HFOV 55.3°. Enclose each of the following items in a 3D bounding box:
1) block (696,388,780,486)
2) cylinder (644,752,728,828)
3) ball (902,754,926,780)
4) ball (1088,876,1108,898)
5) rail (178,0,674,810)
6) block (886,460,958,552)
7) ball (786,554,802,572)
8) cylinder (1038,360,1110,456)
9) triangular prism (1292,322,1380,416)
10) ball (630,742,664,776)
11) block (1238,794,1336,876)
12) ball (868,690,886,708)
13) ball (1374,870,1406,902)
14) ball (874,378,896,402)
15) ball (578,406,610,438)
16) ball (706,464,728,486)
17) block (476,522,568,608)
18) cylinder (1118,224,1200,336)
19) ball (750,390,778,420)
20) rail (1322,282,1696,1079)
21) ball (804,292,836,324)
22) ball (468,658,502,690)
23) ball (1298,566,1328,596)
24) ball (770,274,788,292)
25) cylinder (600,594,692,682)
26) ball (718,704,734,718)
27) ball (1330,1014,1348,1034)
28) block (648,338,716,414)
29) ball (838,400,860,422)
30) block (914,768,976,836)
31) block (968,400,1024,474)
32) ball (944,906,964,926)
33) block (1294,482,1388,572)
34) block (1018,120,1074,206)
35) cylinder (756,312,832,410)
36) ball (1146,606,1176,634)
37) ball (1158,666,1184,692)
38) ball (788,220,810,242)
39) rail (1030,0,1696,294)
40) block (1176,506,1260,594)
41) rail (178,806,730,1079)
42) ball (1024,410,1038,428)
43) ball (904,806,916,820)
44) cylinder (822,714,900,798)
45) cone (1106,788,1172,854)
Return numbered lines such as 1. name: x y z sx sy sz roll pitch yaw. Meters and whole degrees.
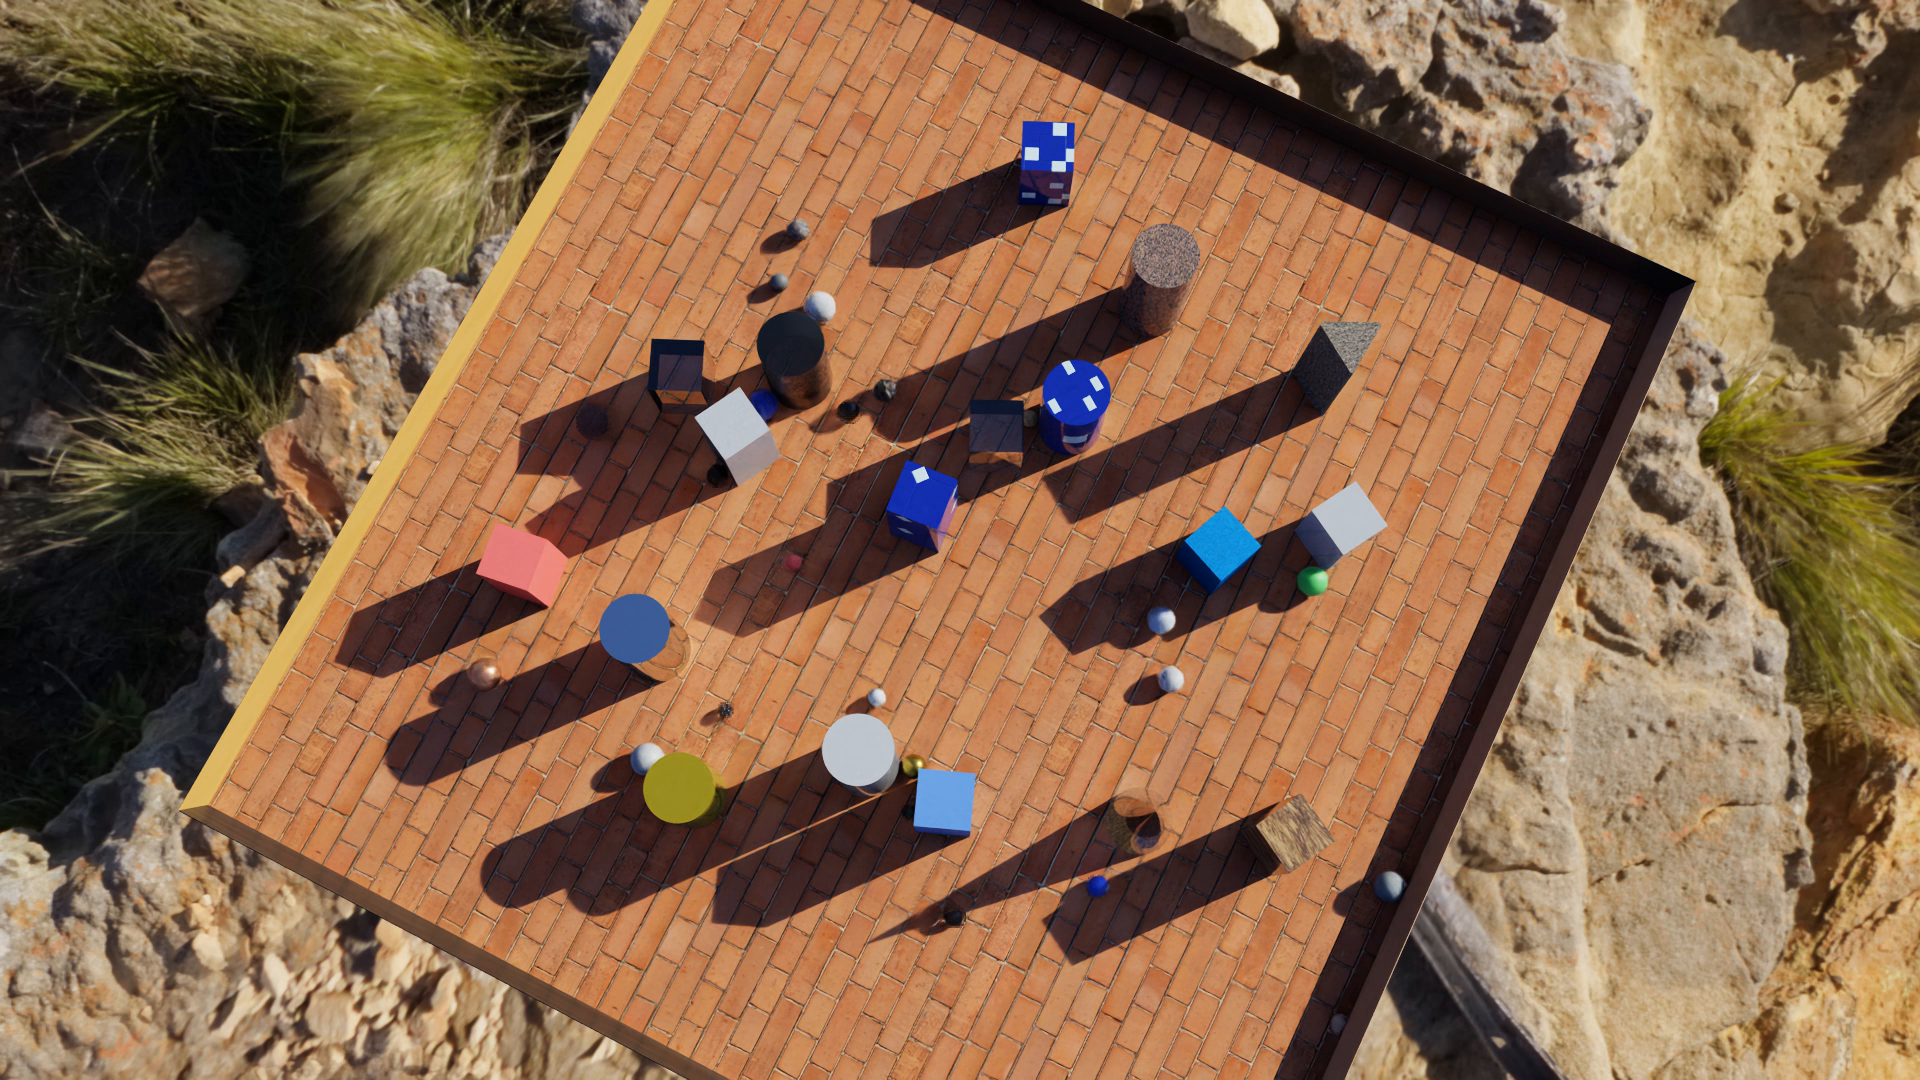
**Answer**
1. block: -0.665 -0.307 5.512 0.159 0.329 0.159 -35 80 -7
2. cylinder: -0.792 0.729 5.309 0.199 0.307 0.199 0 78 0
3. ball: -0.137 0.672 5.439 0.076 0.076 0.076 0 78 0
4. ball: 0.406 1.016 5.375 0.062 0.062 0.062 0 78 0
5. rail: -1.473 -0.714 5.697 0.045 0.129 3.480 26 80 5
6. block: -0.110 -0.096 5.459 0.159 0.348 0.159 21 79 4
7. ball: -0.505 0.070 5.576 0.050 0.050 0.050 0 78 0
8. cylinder: 0.341 -0.395 5.519 0.199 0.352 0.199 0 78 0
9. triangular prism: 1.103 -0.542 5.495 0.149 0.458 0.172 30 80 6
10. ball: -0.925 0.651 5.431 0.099 0.099 0.099 0 78 0
11. block: 0.934 0.850 5.266 0.159 0.343 0.159 -34 80 -7
12. ball: -0.248 0.474 5.491 0.054 0.054 0.054 0 78 0
13. ball: 1.258 1.013 5.361 0.090 0.090 0.090 0 78 0
14. ball: -0.231 -0.464 5.677 0.070 0.070 0.070 0 78 0
15. ball: -1.127 -0.364 5.643 0.096 0.096 0.096 0 78 0
16. ball: -0.744 -0.199 5.624 0.066 0.066 0.066 0 78 0
17. block: -1.299 0.077 5.453 0.159 0.289 0.159 18 79 4
18. cylinder: 0.598 -0.780 5.546 0.199 0.455 0.199 0 78 0
19. ball: -0.606 -0.416 5.655 0.094 0.094 0.094 0 78 0
20. rail: 1.473 0.728 5.399 0.045 0.129 3.480 26 80 5
21. ball: -0.436 -0.724 5.716 0.099 0.099 0.099 0 78 0
22. ball: -1.422 0.401 5.483 0.100 0.100 0.100 0 78 0
23. ball: 1.068 0.125 5.544 0.091 0.091 0.091 0 78 0
24. ball: -0.568 -0.807 5.754 0.058 0.058 0.058 0 78 0
25. cylinder: -0.913 0.290 5.345 0.199 0.414 0.199 0 78 0
26. ball: -0.701 0.513 5.487 0.045 0.045 0.045 0 78 0
27. ball: 1.100 1.398 5.299 0.054 0.054 0.054 0 78 0
28. block: -0.846 -0.495 5.587 0.159 0.259 0.159 2 78 0
29. ball: -0.344 -0.399 5.664 0.068 0.068 0.068 0 78 0
30. block: -0.043 0.759 5.280 0.159 0.352 0.159 5 78 1
31. block: 0.109 -0.312 5.549 0.159 0.259 0.159 1 78 0
32. ball: -0.019 1.102 5.360 0.056 0.056 0.056 0 78 0
33. block: 1.135 -0.035 5.478 0.159 0.286 0.159 -33 80 -6
34. block: 0.268 -1.172 5.718 0.159 0.277 0.159 2 78 0
35. cylinder: -0.497 -0.538 5.546 0.199 0.357 0.199 0 78 0
36. ball: 0.606 0.240 5.523 0.085 0.085 0.085 0 78 0
37. ball: 0.631 0.417 5.491 0.077 0.077 0.077 0 78 0
38. ball: -0.508 -0.978 5.784 0.069 0.069 0.069 0 78 0
39. rail: 0.768 -1.496 5.859 3.342 0.129 0.045 26 80 5
40. block: 0.770 0.035 5.484 0.159 0.246 0.159 -40 81 -8
41. rail: -0.768 1.510 5.237 3.342 0.129 0.045 26 80 5
42. ball: 0.215 -0.375 5.667 0.053 0.053 0.053 0 78 0
43. ball: -0.146 0.808 5.428 0.042 0.042 0.042 0 78 0
44. cylinder: -0.279 0.622 5.252 0.199 0.461 0.199 0 78 0
45. cone: 0.533 0.786 5.207 0.199 0.483 0.199 0 78 0
